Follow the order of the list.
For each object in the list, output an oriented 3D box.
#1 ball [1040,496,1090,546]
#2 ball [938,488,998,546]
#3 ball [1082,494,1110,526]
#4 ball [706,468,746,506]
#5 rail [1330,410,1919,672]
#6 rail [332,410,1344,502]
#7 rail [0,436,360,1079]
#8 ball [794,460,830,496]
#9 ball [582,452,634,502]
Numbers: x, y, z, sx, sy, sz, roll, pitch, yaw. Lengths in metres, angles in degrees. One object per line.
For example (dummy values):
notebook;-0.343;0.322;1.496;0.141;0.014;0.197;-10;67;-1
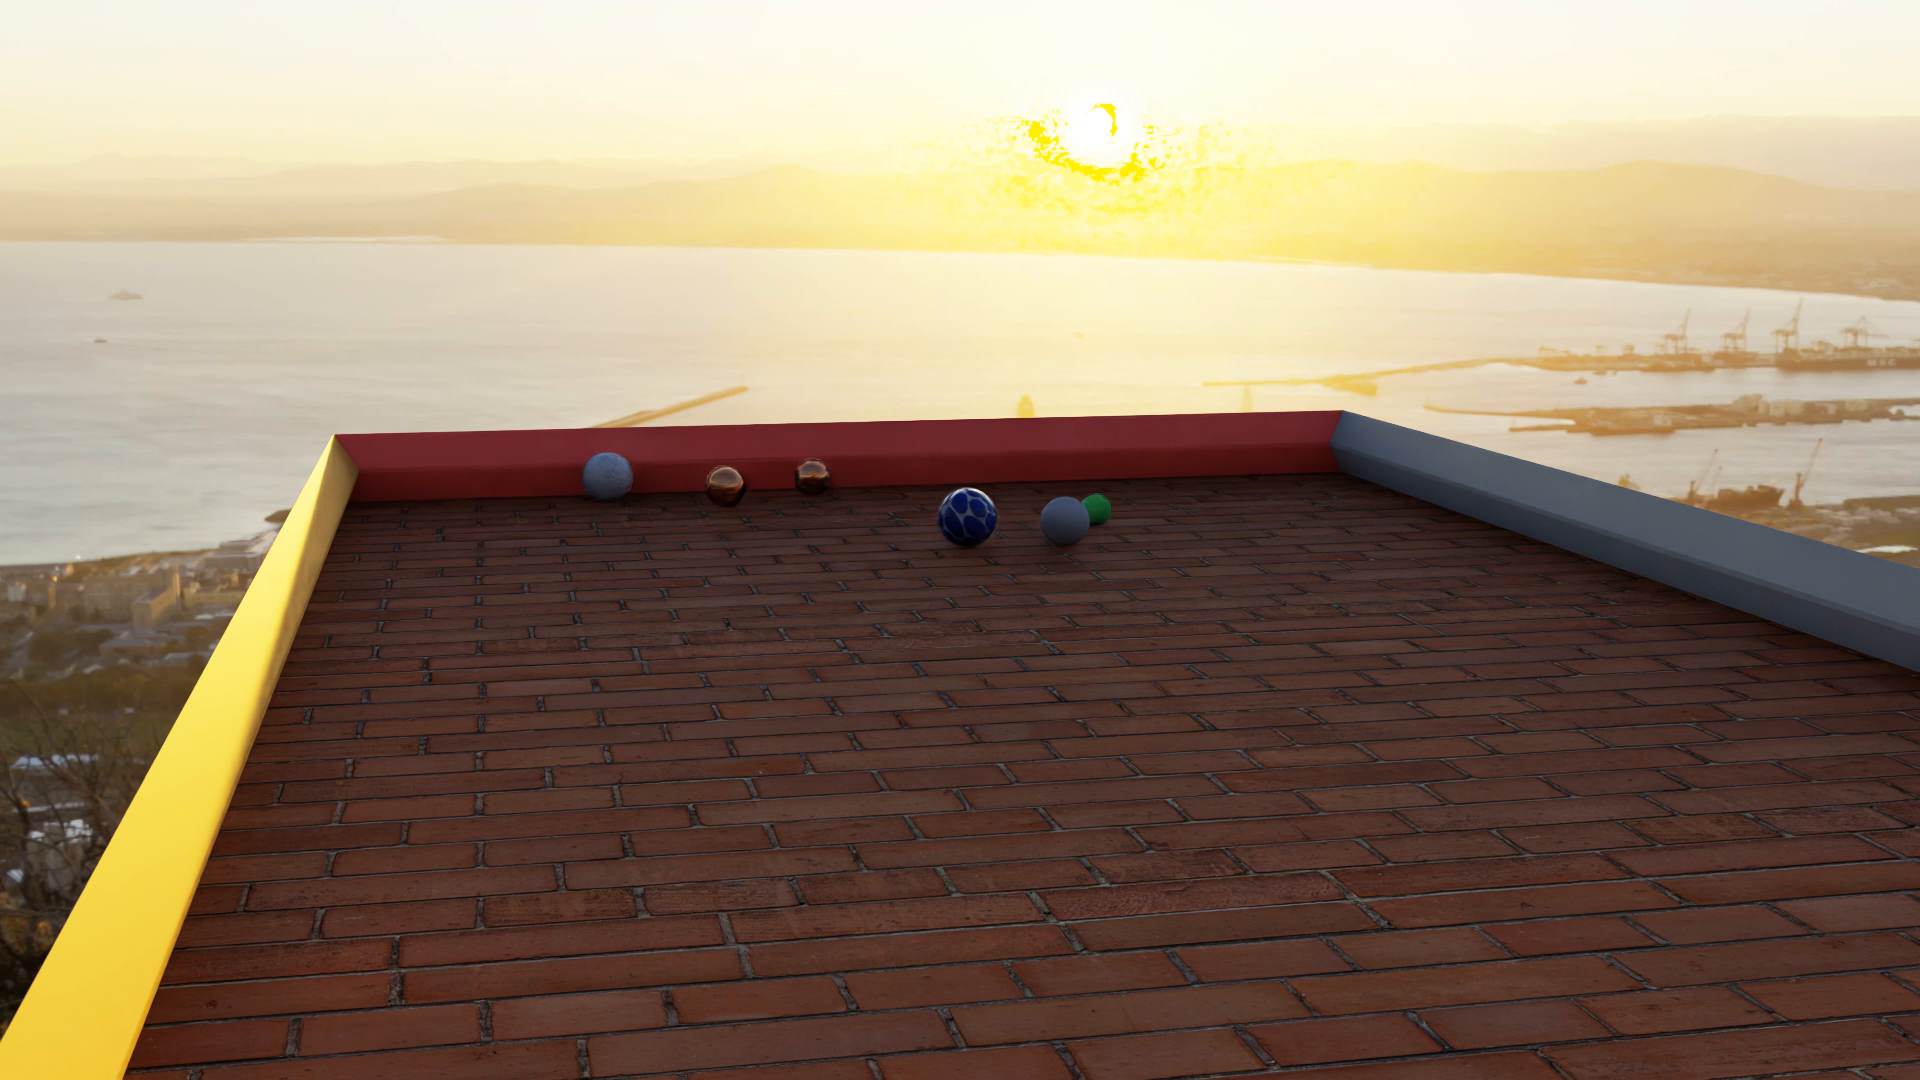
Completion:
ball;0.163;-0.029;3.429;0.077;0.077;0.077;0;10;0
ball;0.012;-0.035;3.419;0.091;0.091;0.091;0;10;0
ball;0.222;-0.048;3.621;0.051;0.051;0.051;0;10;0
ball;-0.407;-0.092;3.831;0.069;0.069;0.069;0;10;0
rail;1.082;0.083;2.628;0.045;0.119;3.405;-2;10;-12
rail;-0.175;-0.156;4.054;1.893;0.119;0.045;-2;10;-12
rail;-0.722;0.148;2.243;0.045;0.119;3.405;-2;10;-12
ball;-0.266;-0.111;3.954;0.065;0.065;0.065;0;10;0
ball;-0.622;-0.112;3.886;0.088;0.088;0.088;0;10;0
